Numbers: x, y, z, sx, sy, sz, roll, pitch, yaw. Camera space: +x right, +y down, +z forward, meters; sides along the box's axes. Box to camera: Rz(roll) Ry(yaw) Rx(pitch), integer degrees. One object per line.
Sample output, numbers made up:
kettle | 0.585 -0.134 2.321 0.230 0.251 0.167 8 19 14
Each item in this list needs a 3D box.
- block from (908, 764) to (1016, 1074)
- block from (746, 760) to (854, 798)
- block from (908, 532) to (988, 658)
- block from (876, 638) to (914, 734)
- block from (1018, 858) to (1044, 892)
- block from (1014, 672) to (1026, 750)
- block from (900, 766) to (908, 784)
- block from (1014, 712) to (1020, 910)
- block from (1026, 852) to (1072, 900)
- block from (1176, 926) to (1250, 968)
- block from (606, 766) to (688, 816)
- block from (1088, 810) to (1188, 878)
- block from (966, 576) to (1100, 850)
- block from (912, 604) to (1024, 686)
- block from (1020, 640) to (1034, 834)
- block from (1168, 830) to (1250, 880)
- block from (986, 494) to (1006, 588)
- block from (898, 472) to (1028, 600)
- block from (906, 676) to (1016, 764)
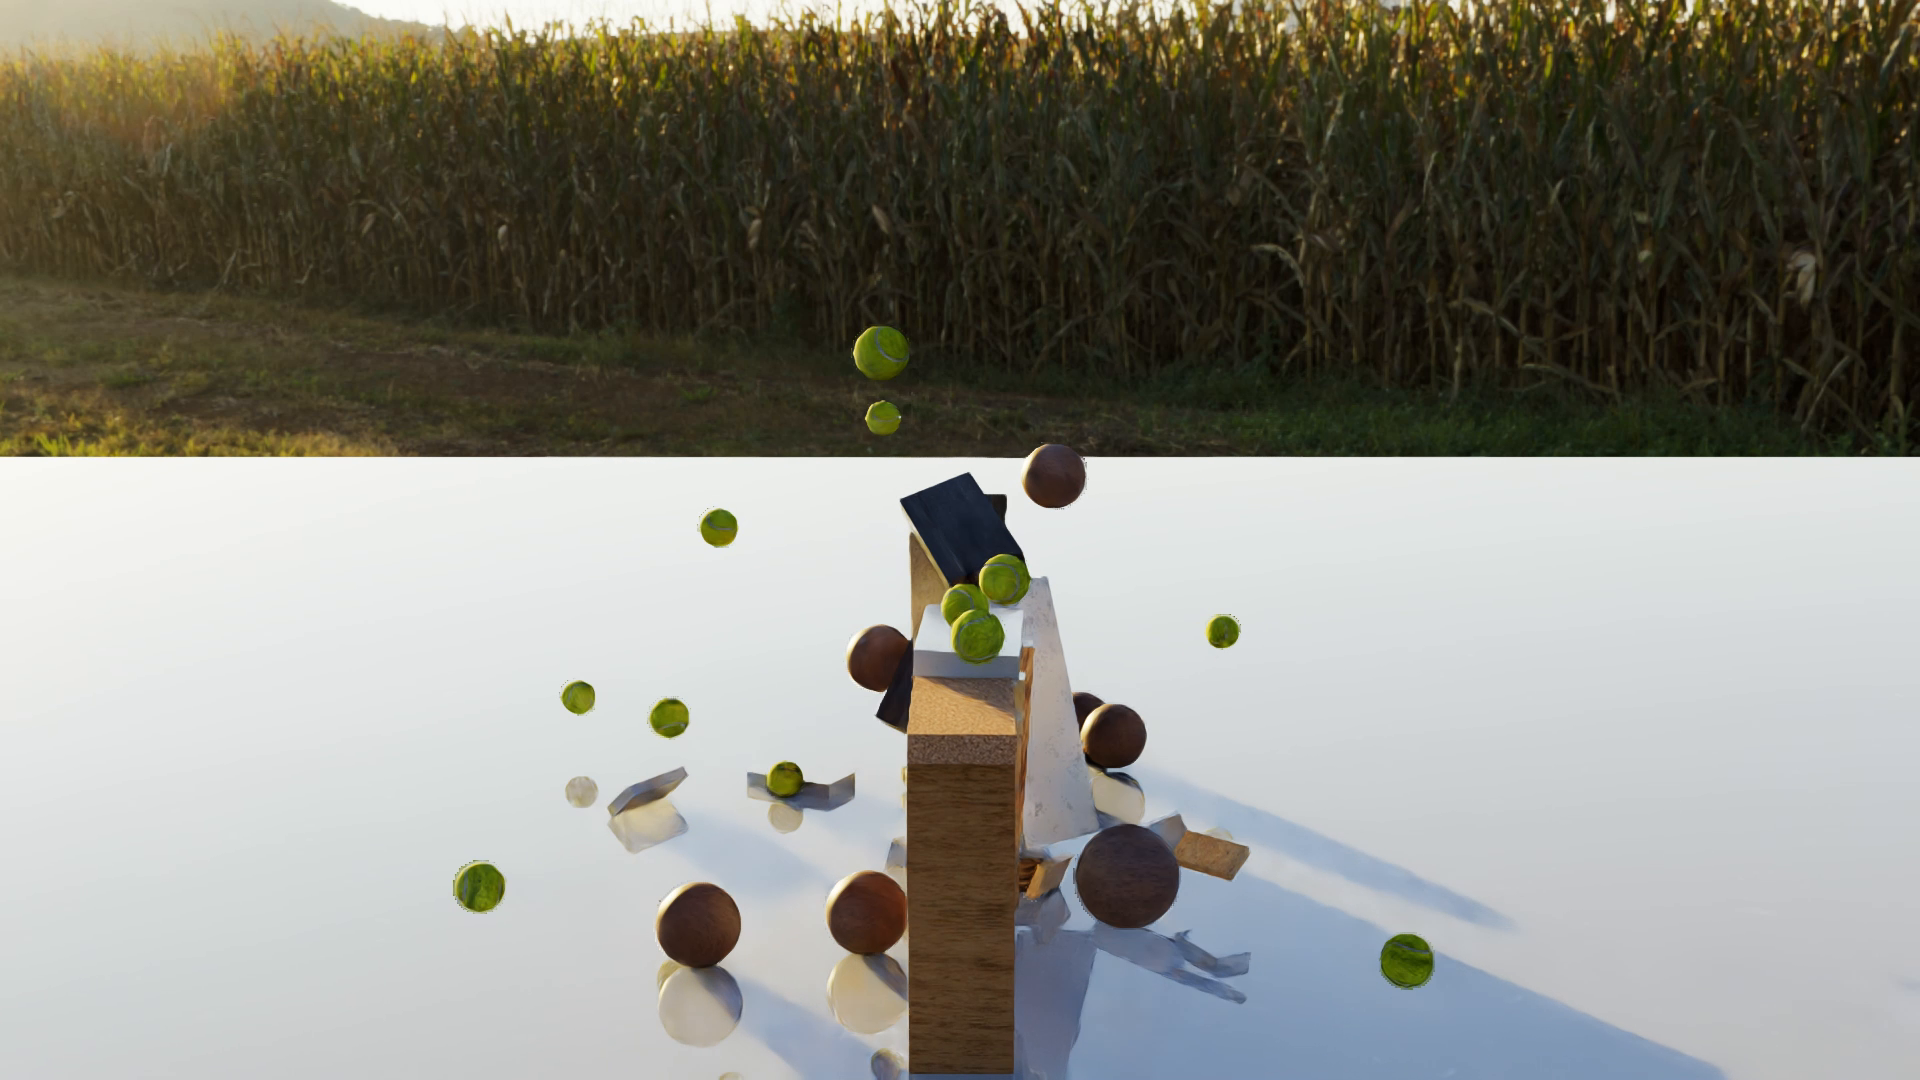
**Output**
block | 0.002 0.499 2.945 0.142 0.443 0.040 0 11 0
block | -0.311 0.464 4.274 0.188 0.027 0.094 6 12 28
block | -0.017 0.117 3.827 0.134 0.268 0.038 -2 1 -3
block | -0.055 0.208 4.203 0.047 0.331 0.166 23 -8 14
block | 0.082 0.559 3.675 0.113 0.057 0.016 0 26 0
block | 0.011 0.348 3.225 0.152 0.315 0.043 4 10 2
block | -0.048 0.455 4.188 0.094 0.027 0.188 -3 4 -13
block | 0.013 0.383 3.115 0.142 0.284 0.040 1 13 0
block | 0.148 0.557 3.650 0.016 0.057 0.113 27 14 21
block | 0.390 0.631 3.404 0.060 0.017 0.120 -5 12 -26
block | -0.586 0.472 4.124 0.076 0.022 0.153 -42 -15 32
block | 0.299 0.504 3.647 0.161 0.060 0.017 -21 13 9
block | 0.123 0.288 3.676 0.134 0.437 0.038 -12 0 -19
block | 0.015 0.154 3.284 0.152 0.043 0.303 4 11 2
block | 0.029 0.305 3.426 0.152 0.303 0.043 3 12 -4
block | 0.400 0.505 3.522 0.120 0.017 0.060 10 47 43
block | -0.002 0.180 4.353 0.166 0.546 0.047 1 3 -12
block | 0.003 -0.010 3.734 0.134 0.038 0.268 -22 37 -8
block | 0.003 0.243 2.989 0.142 0.040 0.283 0 12 1
